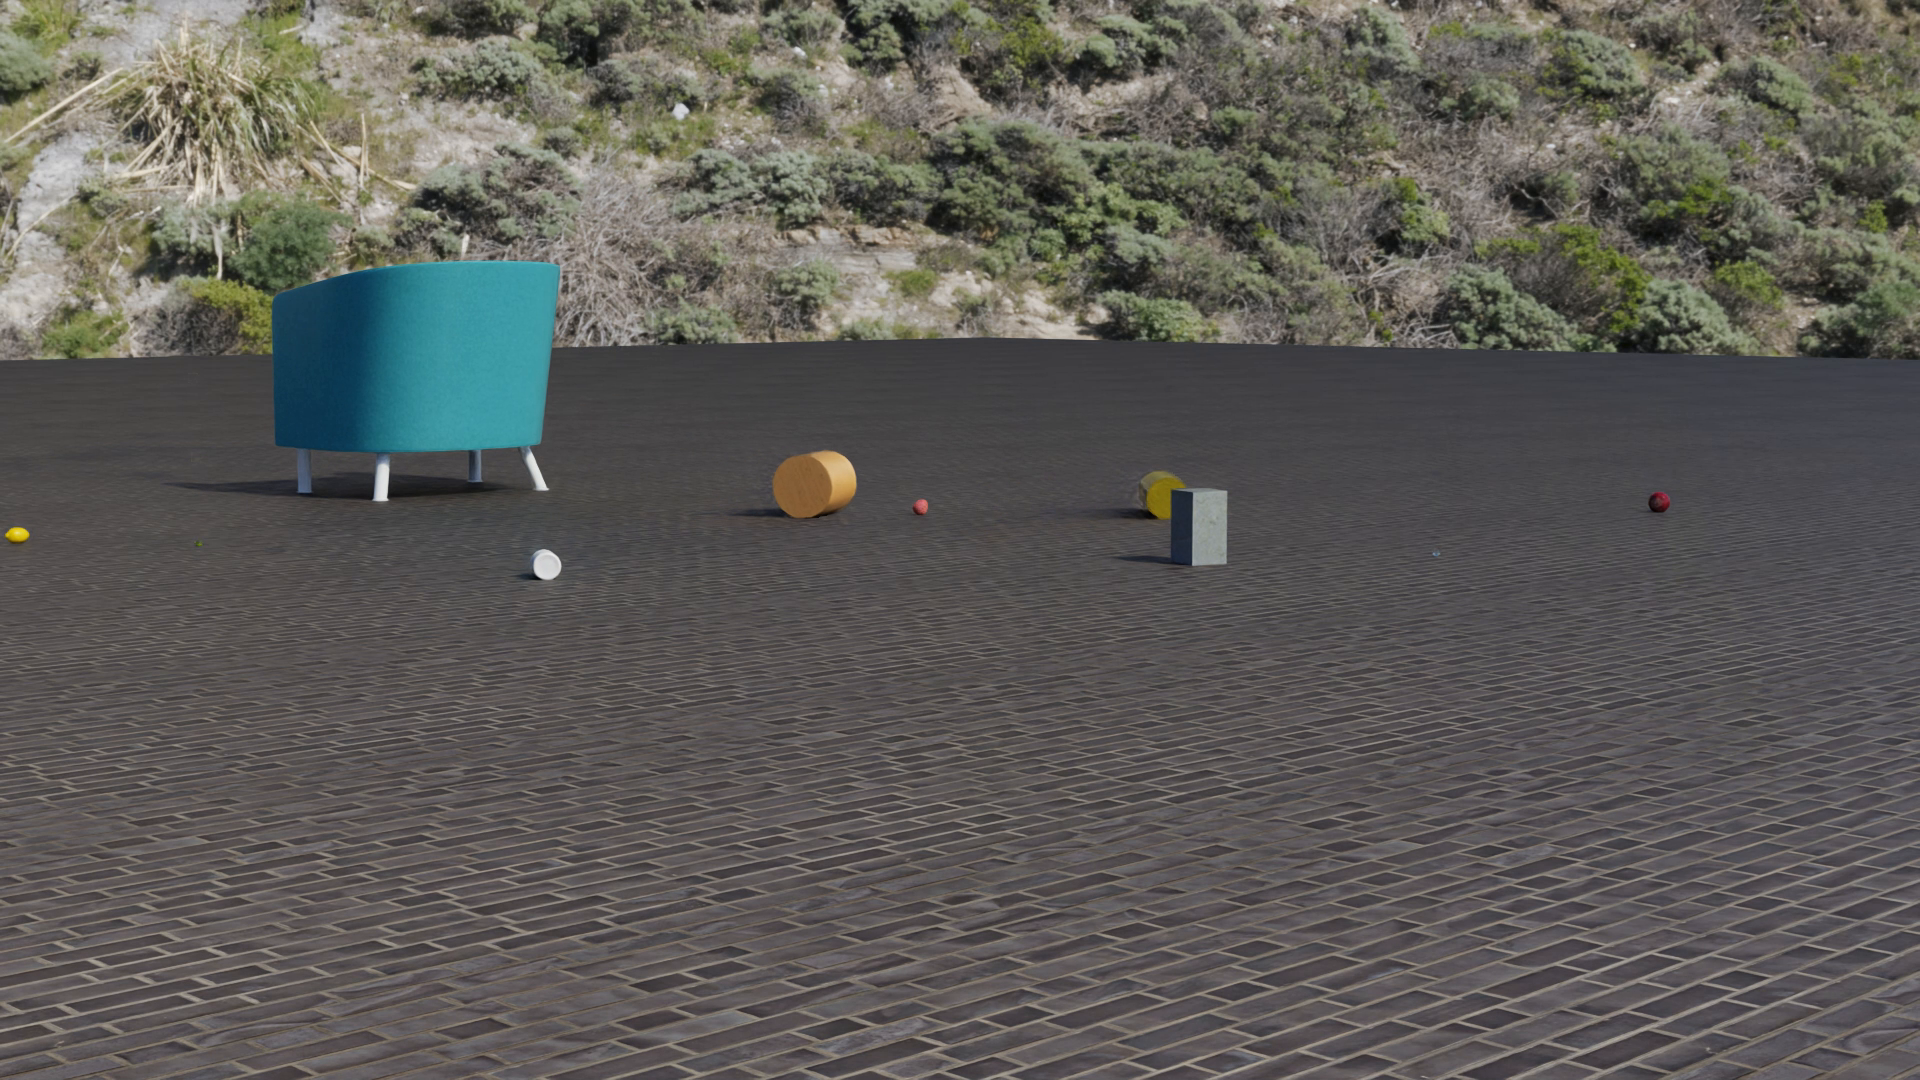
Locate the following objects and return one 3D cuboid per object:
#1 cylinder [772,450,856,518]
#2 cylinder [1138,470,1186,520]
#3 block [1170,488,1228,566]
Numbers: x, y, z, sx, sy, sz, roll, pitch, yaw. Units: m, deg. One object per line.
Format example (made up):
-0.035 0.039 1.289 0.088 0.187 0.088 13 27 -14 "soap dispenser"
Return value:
-0.400 -0.155 7.072 0.172 0.173 0.198 -20 -1 18 "cylinder"
0.560 -0.126 7.080 0.116 0.113 0.256 -21 6 1 "cylinder"
0.549 -0.031 5.895 0.093 0.168 0.092 -3 7 -27 "block"
